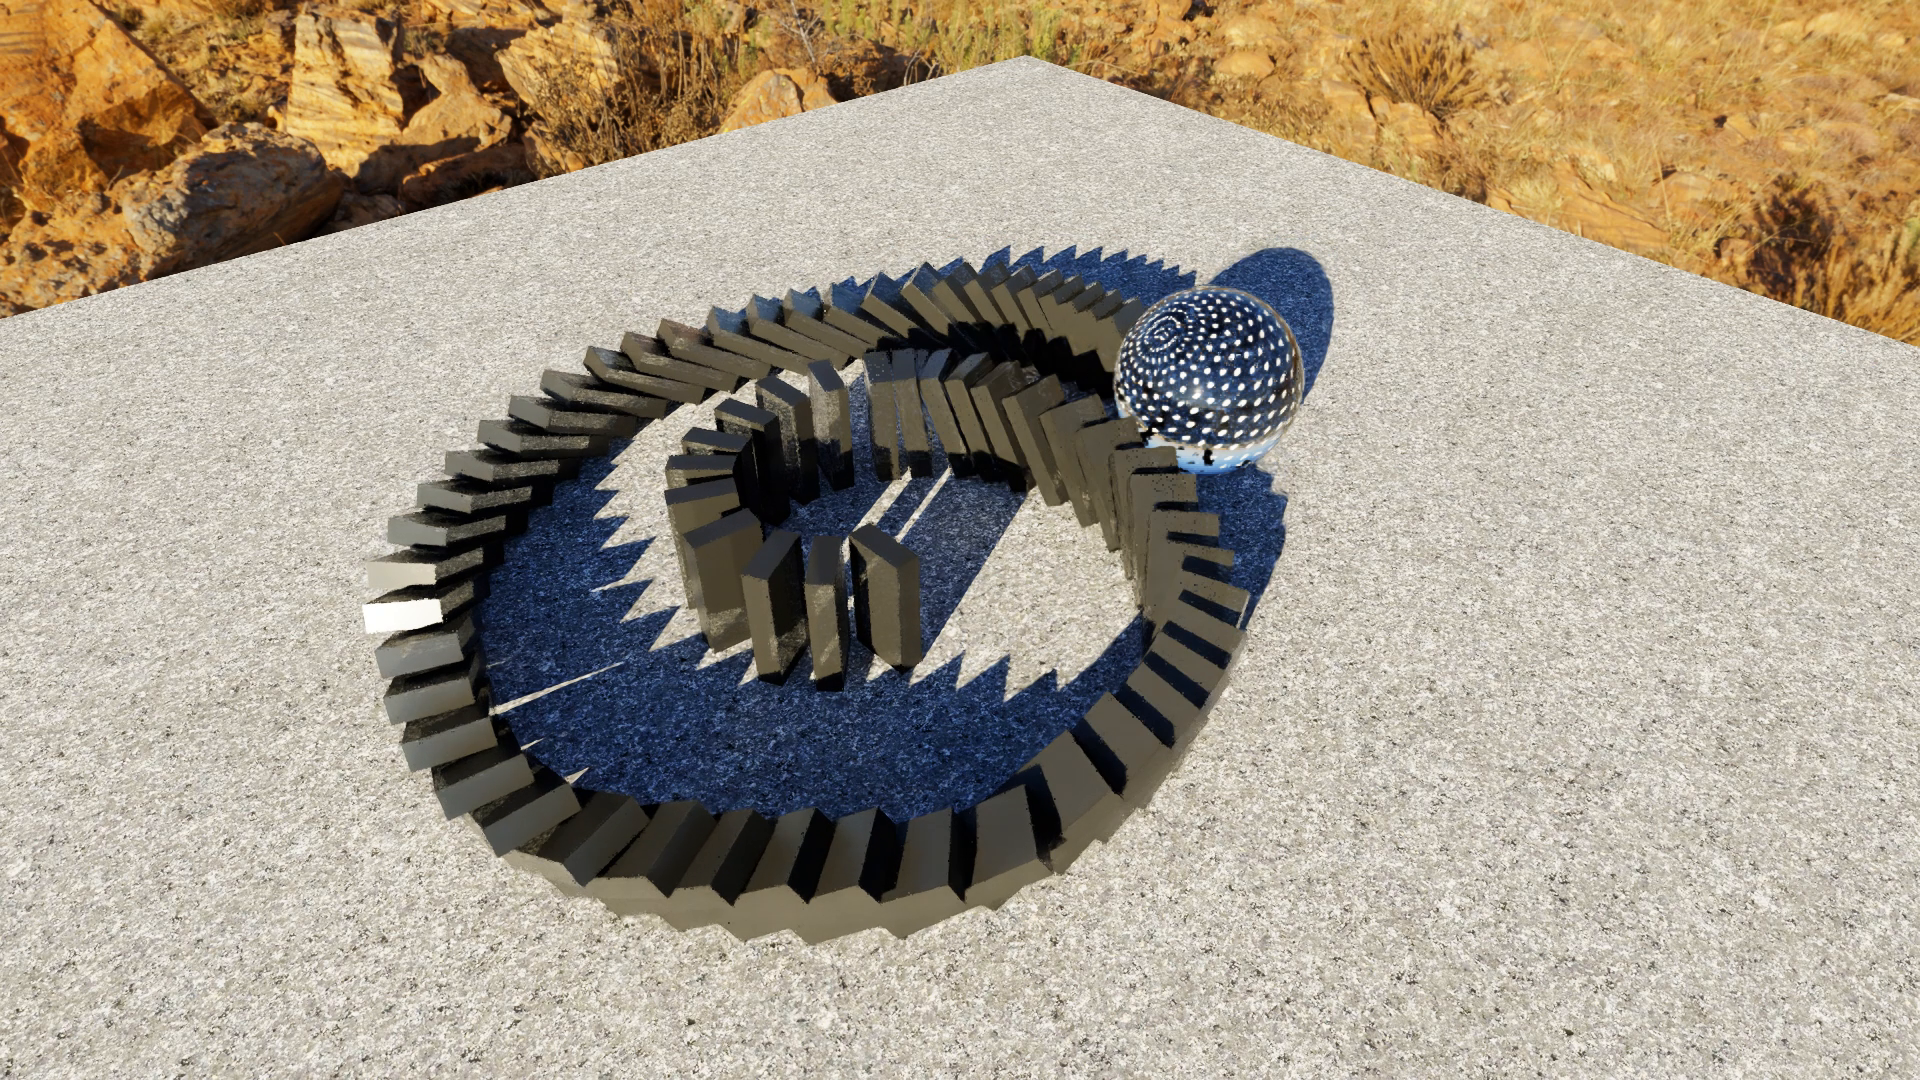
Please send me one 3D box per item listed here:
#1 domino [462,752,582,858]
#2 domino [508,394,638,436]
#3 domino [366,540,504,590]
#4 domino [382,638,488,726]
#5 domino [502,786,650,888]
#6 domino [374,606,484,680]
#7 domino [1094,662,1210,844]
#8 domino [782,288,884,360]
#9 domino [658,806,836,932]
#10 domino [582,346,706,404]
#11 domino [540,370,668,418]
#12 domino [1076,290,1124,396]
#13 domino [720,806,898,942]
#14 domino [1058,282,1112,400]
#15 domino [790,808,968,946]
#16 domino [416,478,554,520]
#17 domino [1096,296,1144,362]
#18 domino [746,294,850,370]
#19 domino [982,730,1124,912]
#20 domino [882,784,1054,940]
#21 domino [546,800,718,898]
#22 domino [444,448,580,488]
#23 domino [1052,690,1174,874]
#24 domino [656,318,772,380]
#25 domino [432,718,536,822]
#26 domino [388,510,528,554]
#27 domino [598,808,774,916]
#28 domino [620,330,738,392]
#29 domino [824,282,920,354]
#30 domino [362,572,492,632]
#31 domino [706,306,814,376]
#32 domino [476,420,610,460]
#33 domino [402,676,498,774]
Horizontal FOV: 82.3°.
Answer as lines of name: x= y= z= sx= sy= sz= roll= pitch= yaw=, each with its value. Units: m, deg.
domino: x=-0.134 y=0.078 z=0.329 sx=0.025 sy=0.009 sz=0.050 roll=-29 pitch=16 yaw=-30
domino: x=-0.172 y=-0.055 z=0.491 sx=0.025 sy=0.009 sz=0.050 roll=21 pitch=12 yaw=25
domino: x=-0.196 y=0.008 z=0.414 sx=0.025 sy=0.009 sz=0.050 roll=2 pitch=10 yaw=4
domino: x=-0.175 y=0.047 z=0.369 sx=0.025 sy=0.009 sz=0.050 roll=-14 pitch=14 yaw=-16
domino: x=-0.113 y=0.085 z=0.319 sx=0.050 sy=0.010 sz=0.025 roll=-8 pitch=29 yaw=46
domino: x=-0.182 y=0.035 z=0.381 sx=0.025 sy=0.009 sz=0.050 roll=-13 pitch=11 yaw=-14
domino: x=0.051 y=0.066 z=0.340 sx=0.050 sy=0.009 sz=0.025 roll=-50 pitch=53 yaw=1
domino: x=-0.064 y=-0.107 z=0.554 sx=0.050 sy=0.010 sz=0.025 roll=21 pitch=30 yaw=-27
domino: x=-0.060 y=0.093 z=0.309 sx=0.050 sy=0.009 sz=0.025 roll=-21 pitch=30 yaw=30
domino: x=-0.149 y=-0.078 z=0.519 sx=0.050 sy=0.009 sz=0.025 roll=6 pitch=27 yaw=-44
domino: x=-0.163 y=-0.067 z=0.505 sx=0.025 sy=0.009 sz=0.050 roll=29 pitch=17 yaw=33
domino: x=0.076 y=-0.091 z=0.525 sx=0.009 sy=0.050 sz=0.025 roll=-9 pitch=24 yaw=47
domino: x=-0.043 y=0.094 z=0.308 sx=0.050 sy=0.010 sz=0.025 roll=-23 pitch=31 yaw=26
domino: x=0.068 y=-0.096 z=0.532 sx=0.010 sy=0.050 sz=0.025 roll=-9 pitch=24 yaw=47
domino: x=-0.023 y=0.095 z=0.310 sx=0.050 sy=0.009 sz=0.025 roll=-21 pitch=35 yaw=19
domino: x=-0.192 y=-0.019 z=0.448 sx=0.025 sy=0.010 sz=0.050 roll=12 pitch=12 yaw=14
domino: x=0.084 y=-0.087 z=0.519 sx=0.009 sy=0.050 sz=0.025 roll=-9 pitch=24 yaw=47
domino: x=-0.081 y=-0.104 z=0.550 sx=0.050 sy=0.010 sz=0.025 roll=19 pitch=30 yaw=-30
domino: x=0.021 y=0.082 z=0.323 sx=0.050 sy=0.010 sz=0.025 roll=-41 pitch=46 yaw=4
domino: x=0.000 y=0.091 z=0.313 sx=0.050 sy=0.009 sz=0.025 roll=-27 pitch=37 yaw=14
domino: x=-0.094 y=0.089 z=0.313 sx=0.050 sy=0.009 sz=0.025 roll=-15 pitch=31 yaw=39
domino: x=-0.188 y=-0.031 z=0.463 sx=0.025 sy=0.010 sz=0.050 roll=15 pitch=13 yaw=19
domino: x=0.038 y=0.073 z=0.332 sx=0.050 sy=0.010 sz=0.025 roll=-48 pitch=50 yaw=2
domino: x=-0.120 y=-0.092 z=0.536 sx=0.050 sy=0.009 sz=0.025 roll=12 pitch=24 yaw=-37
domino: x=-0.148 y=0.070 z=0.339 sx=0.025 sy=0.009 sz=0.050 roll=-23 pitch=14 yaw=-24
domino: x=-0.196 y=-0.006 z=0.432 sx=0.025 sy=0.010 sz=0.050 roll=10 pitch=12 yaw=12
domino: x=-0.078 y=0.091 z=0.311 sx=0.050 sy=0.010 sz=0.025 roll=-17 pitch=30 yaw=35
domino: x=-0.134 y=-0.085 z=0.528 sx=0.050 sy=0.009 sz=0.025 roll=9 pitch=25 yaw=-42
domino: x=-0.045 y=-0.110 z=0.558 sx=0.050 sy=0.009 sz=0.025 roll=23 pitch=33 yaw=-23
domino: x=-0.192 y=0.022 z=0.398 sx=0.025 sy=0.010 sz=0.050 roll=-4 pitch=10 yaw=-4
domino: x=-0.099 y=-0.098 z=0.545 sx=0.050 sy=0.010 sz=0.025 roll=15 pitch=30 yaw=-32
domino: x=-0.180 y=-0.044 z=0.479 sx=0.025 sy=0.009 sz=0.050 roll=20 pitch=14 yaw=23
domino: x=-0.163 y=0.058 z=0.354 sx=0.025 sy=0.009 sz=0.050 roll=-17 pitch=14 yaw=-20
